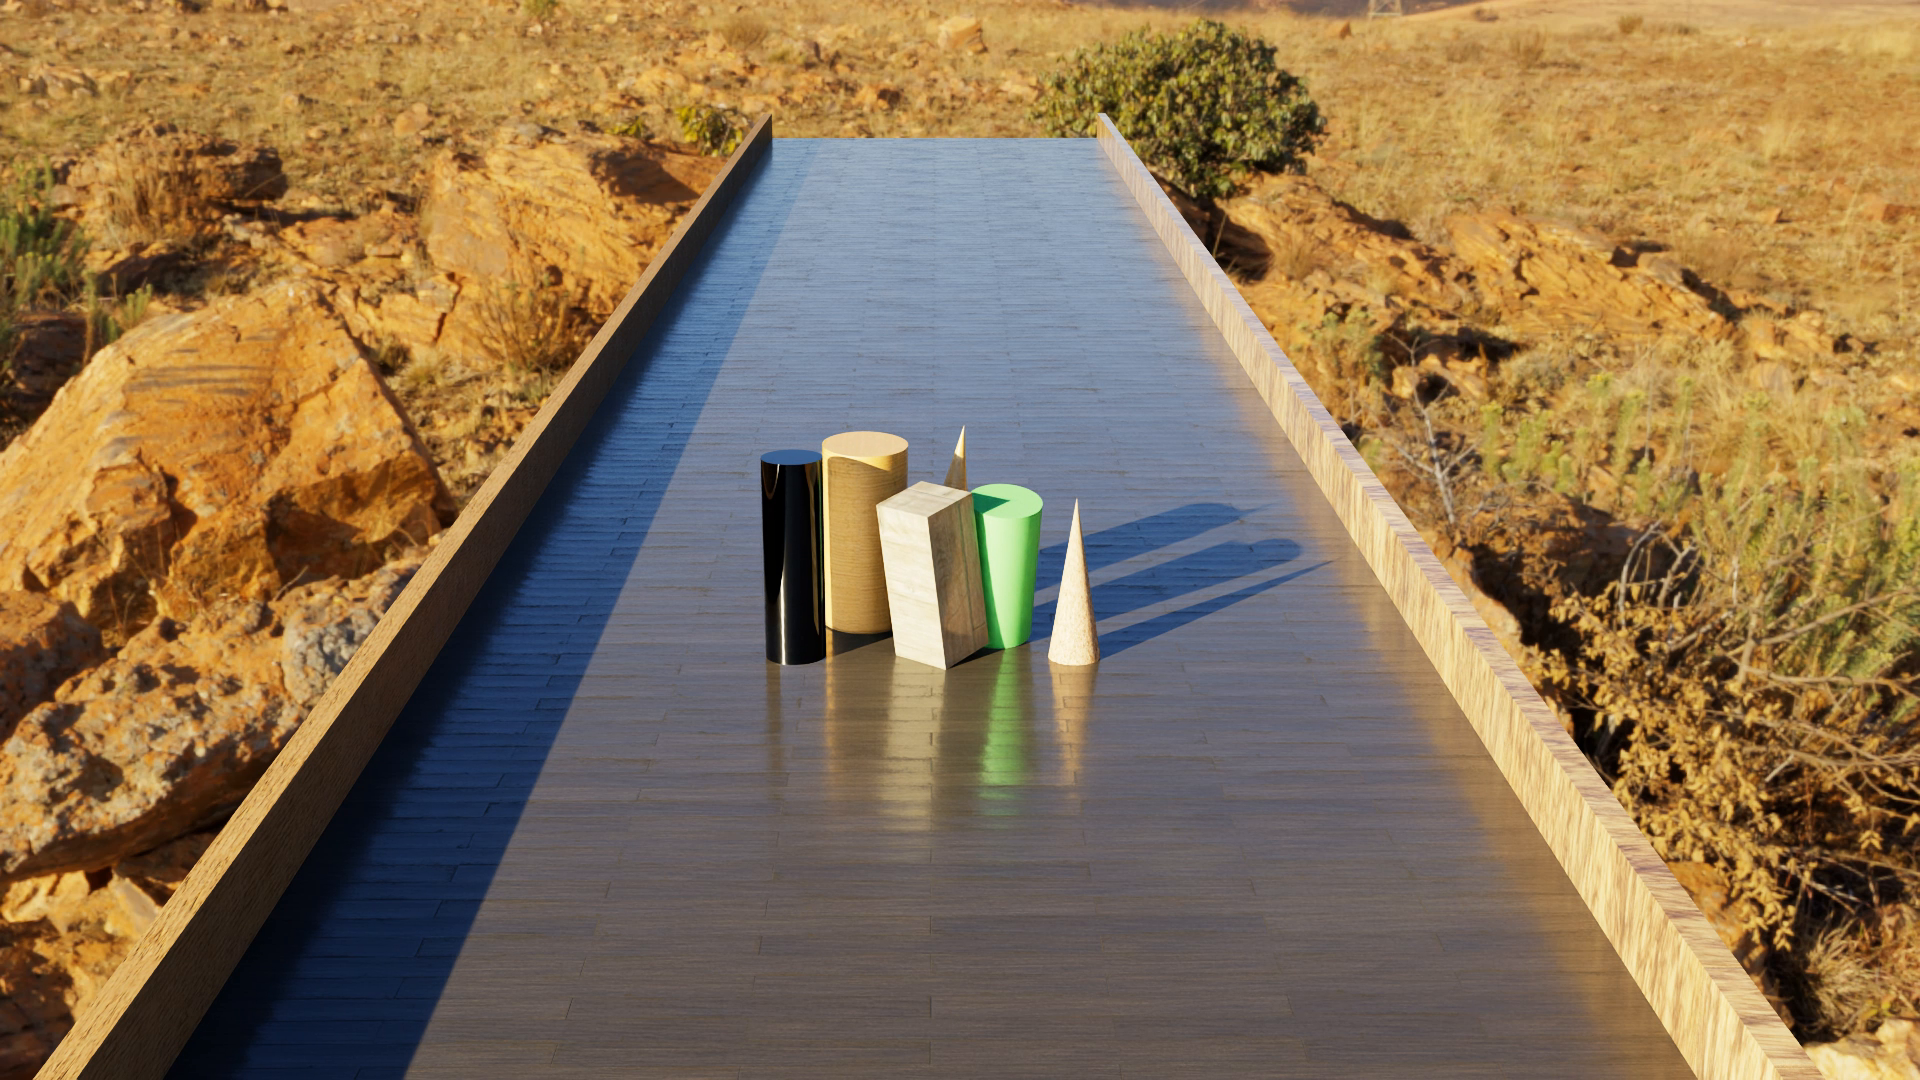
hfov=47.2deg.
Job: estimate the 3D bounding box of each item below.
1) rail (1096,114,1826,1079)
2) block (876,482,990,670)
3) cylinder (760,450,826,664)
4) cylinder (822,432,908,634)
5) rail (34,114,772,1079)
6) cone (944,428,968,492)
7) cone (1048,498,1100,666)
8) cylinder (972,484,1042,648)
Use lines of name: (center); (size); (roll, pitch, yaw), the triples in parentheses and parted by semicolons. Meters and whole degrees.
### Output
rail: (0.932, -0.844, 7.801); (0.050, 0.150, 12.000); (0, 17, -1)
block: (-0.053, 0.070, 4.382); (0.134, 0.331, 0.134); (14, 31, 39)
cylinder: (-0.331, 0.034, 4.388); (0.122, 0.412, 0.122); (0, 17, 0)
cylinder: (-0.199, -0.016, 4.586); (0.177, 0.386, 0.177); (1, 20, 0)
rail: (-1.118, -0.838, 7.780); (0.050, 0.150, 12.000); (0, 17, -1)
cone: (-0.019, -0.052, 4.678); (0.151, 0.393, 0.151); (8, 11, -2)
cone: (0.231, 0.076, 4.390); (0.105, 0.332, 0.105); (0, 17, 0)
cylinder: (0.081, 0.054, 4.475); (0.151, 0.300, 0.151); (3, 28, -2)
